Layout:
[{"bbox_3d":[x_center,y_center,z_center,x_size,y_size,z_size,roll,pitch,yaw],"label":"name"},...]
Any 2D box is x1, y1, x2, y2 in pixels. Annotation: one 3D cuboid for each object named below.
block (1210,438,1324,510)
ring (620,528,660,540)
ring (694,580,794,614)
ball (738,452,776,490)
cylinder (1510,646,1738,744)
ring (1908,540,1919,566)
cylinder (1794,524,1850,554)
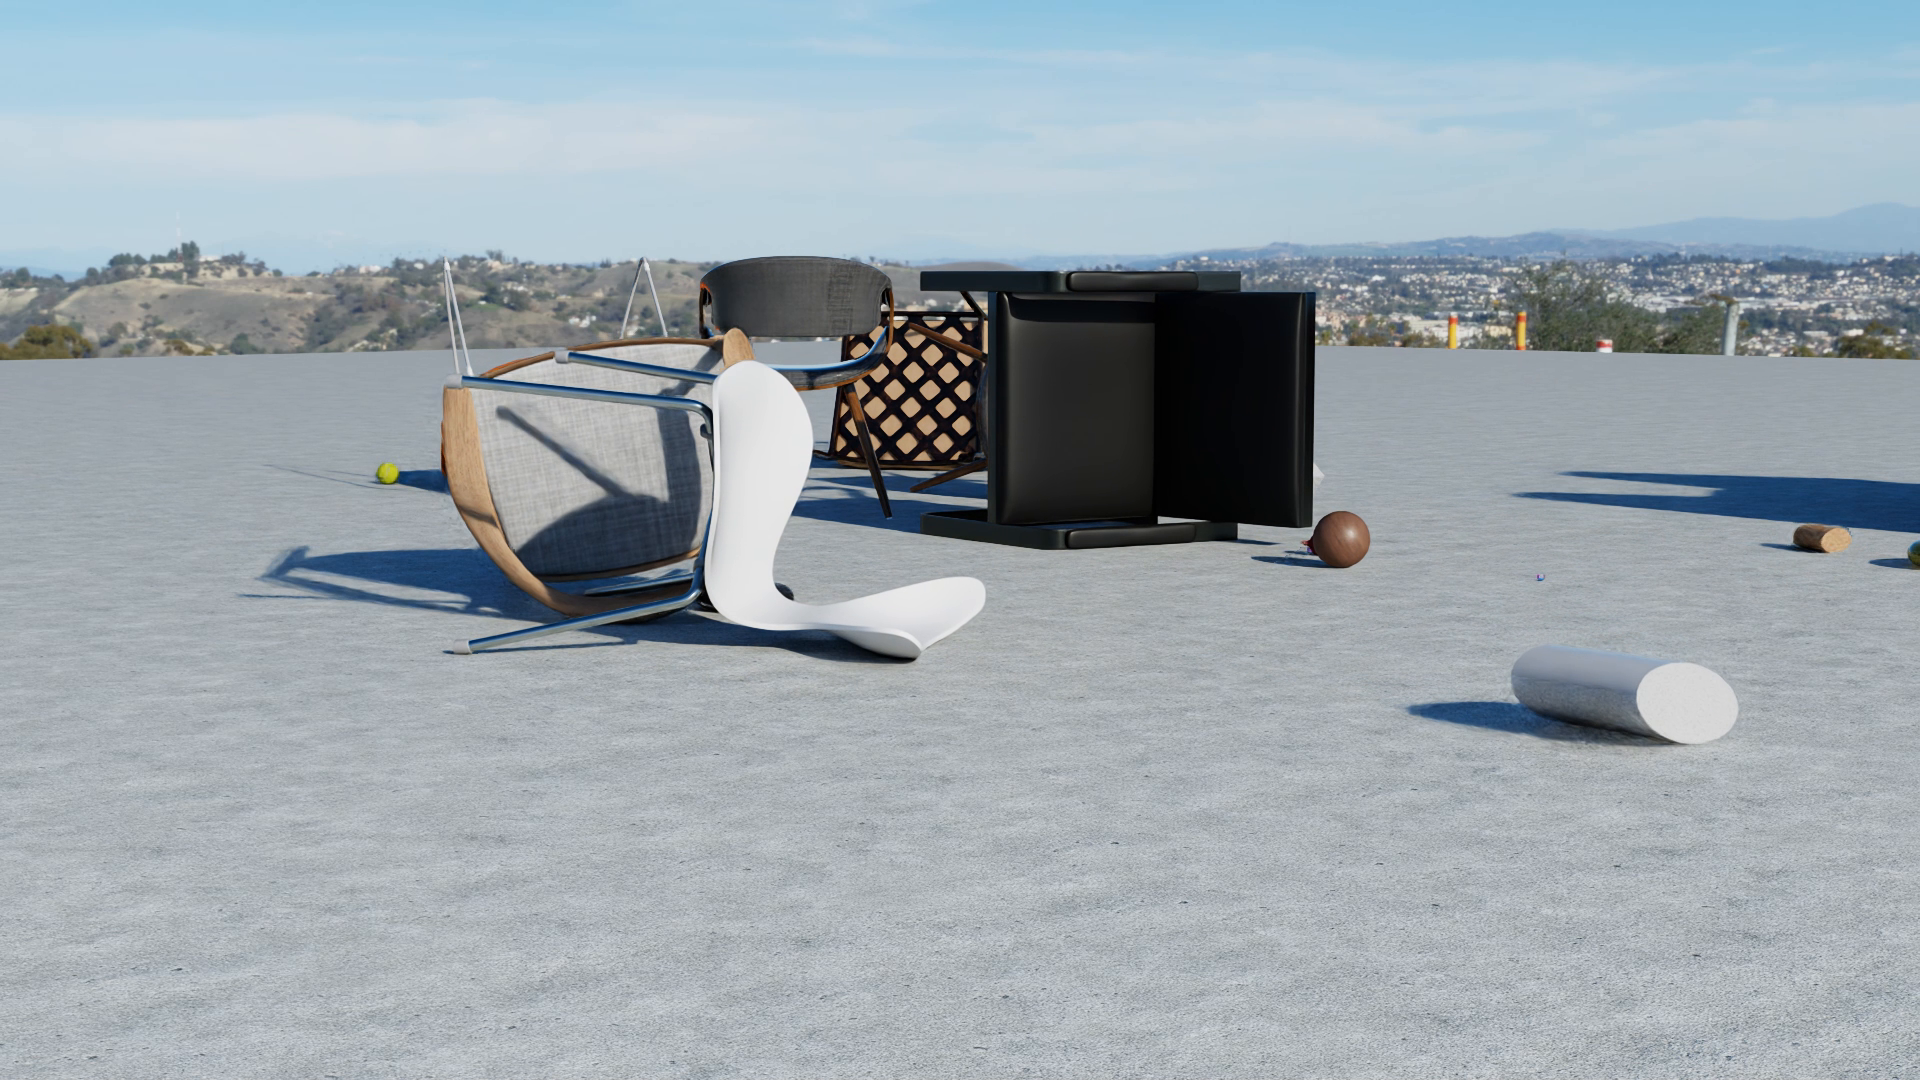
[{"bbox_3d":[0.874,-0.188,7.309,0.265,0.114,0.161,-4,46,-36],"label":"block"},{"bbox_3d":[-0.806,-0.017,6.458,0.102,0.025,0.091,3,6,36],"label":"ring"},{"bbox_3d":[-0.426,0.112,5.074,0.200,0.053,0.171,3,5,16],"label":"ring"},{"bbox_3d":[-0.625,-0.214,7.904,0.119,0.119,0.119,0,6,0],"label":"ball"},{"bbox_3d":[0.952,0.220,3.681,0.239,0.112,0.220,12,-3,-38],"label":"cylinder"},{"bbox_3d":[2.267,0.032,5.803,0.261,0.062,0.216,-3,7,-31],"label":"ring"},{"bbox_3d":[2.070,-0.003,6.162,0.079,0.058,0.121,-9,8,-13],"label":"cylinder"}]
